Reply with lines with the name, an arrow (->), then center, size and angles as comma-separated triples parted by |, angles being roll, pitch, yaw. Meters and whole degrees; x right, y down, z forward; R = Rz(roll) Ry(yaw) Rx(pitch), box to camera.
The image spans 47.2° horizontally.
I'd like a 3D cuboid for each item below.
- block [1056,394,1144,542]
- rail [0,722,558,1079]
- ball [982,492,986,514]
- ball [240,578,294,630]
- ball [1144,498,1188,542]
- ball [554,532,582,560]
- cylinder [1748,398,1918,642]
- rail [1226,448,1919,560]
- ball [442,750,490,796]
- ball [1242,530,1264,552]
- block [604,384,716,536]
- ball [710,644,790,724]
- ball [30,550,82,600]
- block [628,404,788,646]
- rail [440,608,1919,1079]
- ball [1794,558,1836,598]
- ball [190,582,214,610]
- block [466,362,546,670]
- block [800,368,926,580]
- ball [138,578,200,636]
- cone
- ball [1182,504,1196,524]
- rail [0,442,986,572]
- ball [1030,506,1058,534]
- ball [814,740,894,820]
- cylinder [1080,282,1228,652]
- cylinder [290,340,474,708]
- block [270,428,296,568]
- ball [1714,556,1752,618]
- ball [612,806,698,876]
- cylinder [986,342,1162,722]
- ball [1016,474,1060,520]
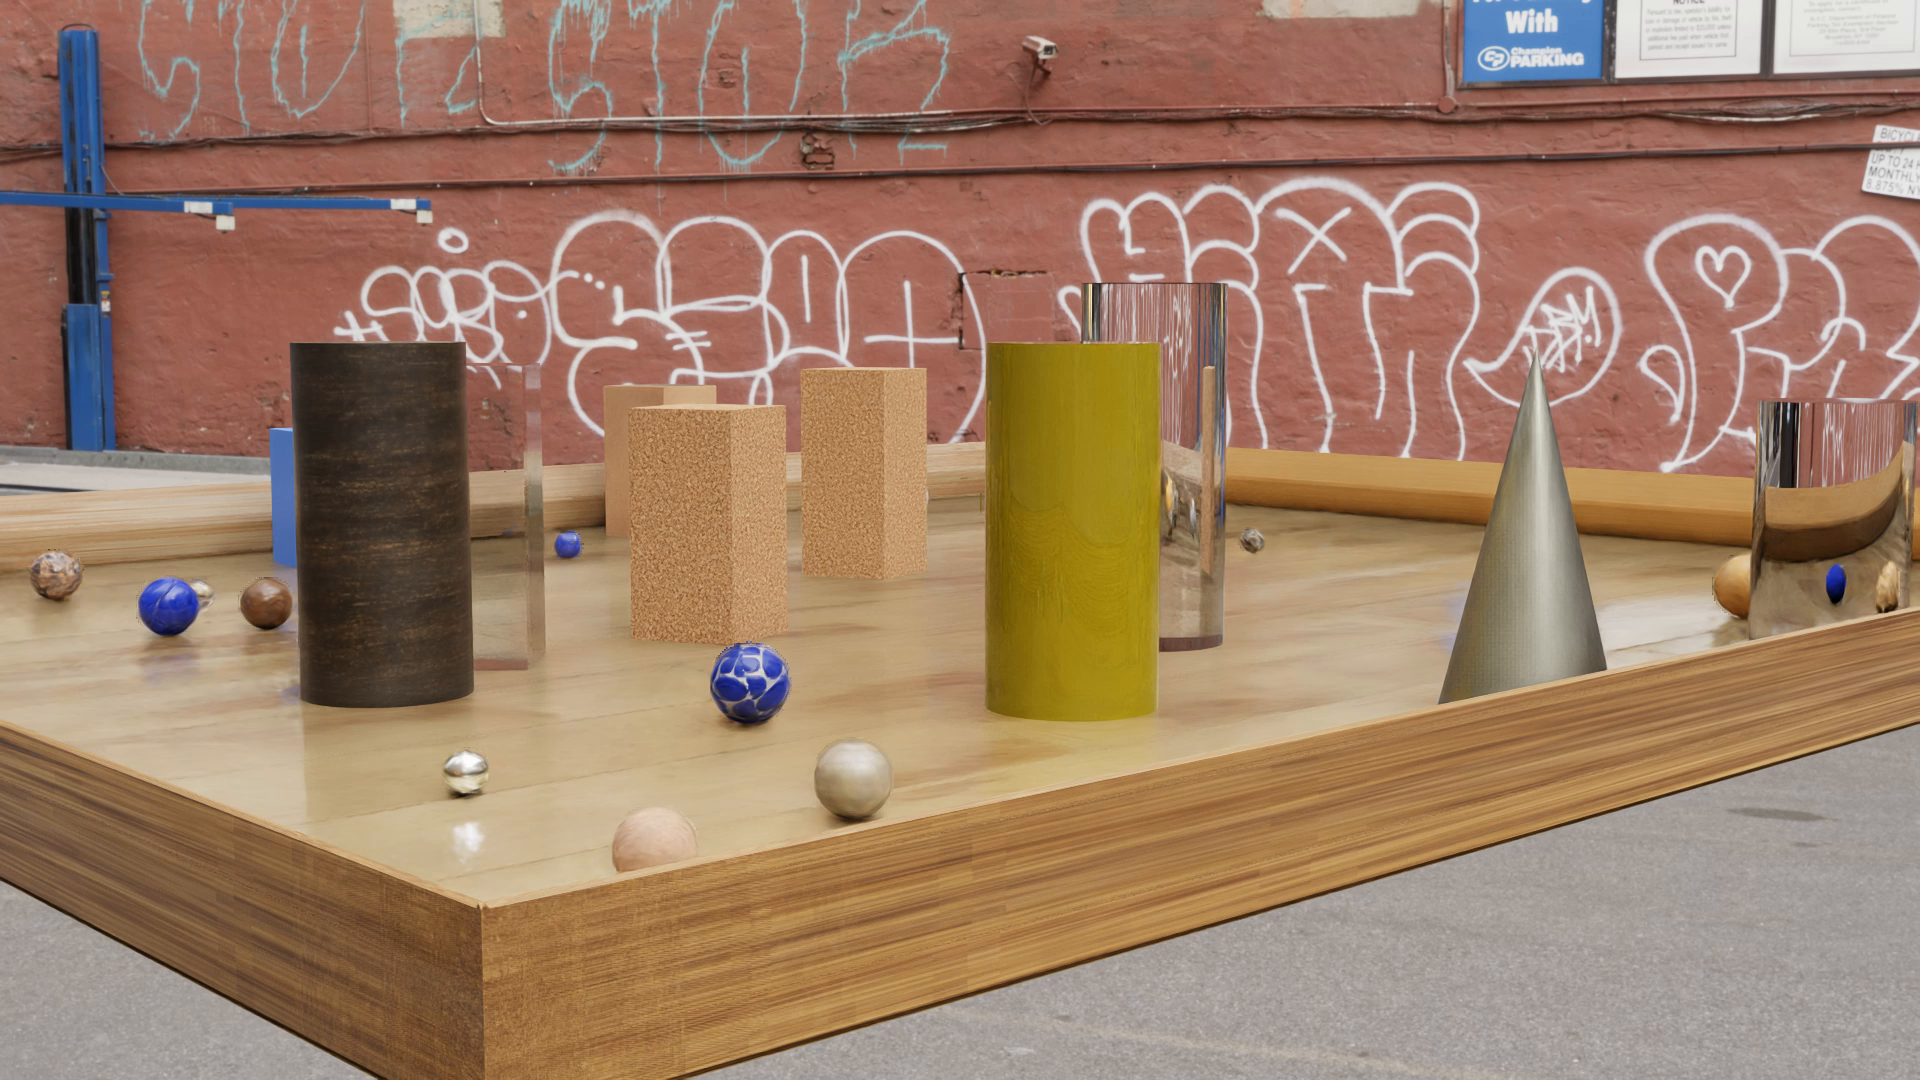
block -> 0.270, -0.141, 4.282 | 0.157, 0.278, 0.157 | 0, 6, -1
rail -> -1.199, 0.148, 2.232 | 0.045, 0.127, 2.833 | -5, 8, -42
ball -> 0.089, -0.076, 4.574 | 0.088, 0.088, 0.088 | 0, 6, 0
ball -> -0.969, 0.089, 3.074 | 0.071, 0.071, 0.071 | 0, 6, 0
ball -> 0.392, -0.037, 4.198 | 0.084, 0.084, 0.084 | 0, 6, 0
ball -> -0.703, 0.010, 3.940 | 0.048, 0.048, 0.048 | 0, 6, 0
cylinder -> 1.140, -0.019, 2.876 | 0.196, 0.327, 0.196 | 0, 6, 0
rail -> 1.199, -0.082, 4.432 | 0.045, 0.127, 2.833 | -5, 8, -42
ball -> -0.454, 0.214, 2.022 | 0.042, 0.042, 0.042 | 0, 6, 0
ball -> 0.539, 0.002, 4.042 | 0.043, 0.043, 0.043 | 0, 6, 0
block -> -0.594, -0.159, 4.370 | 0.157, 0.295, 0.157 | 4, 7, 33
ball -> -0.227, 0.155, 2.370 | 0.086, 0.086, 0.086 | 0, 6, 0
ball -> -1.391, 0.054, 3.383 | 0.076, 0.076, 0.076 | 0, 6, 0
block -> -0.343, -0.025, 3.007 | 0.157, 0.313, 0.157 | 3, 6, 23
rail -> 0.945, 0.140, 2.314 | 3.310, 0.127, 0.045 | -5, 8, -42
ball -> 1.329, 0.058, 3.418 | 0.061, 0.061, 0.061 | 0, 6, 0
ball -> -1.130, 0.083, 3.267 | 0.043, 0.043, 0.043 | 0, 6, 0
block -> -0.617, -0.033, 2.779 | 0.157, 0.376, 0.157 | 0, 6, -3
block -> -0.162, -0.117, 3.724 | 0.157, 0.346, 0.157 | 3, 7, 25
ball -> -1.083, 0.091, 3.011 | 0.080, 0.080, 0.080 | 0, 6, 0
cone -> 0.614, -0.005, 2.363 | 0.196, 0.407, 0.196 | 0, 6, 0
ball -> 0.472, -0.054, 4.579 | 0.042, 0.042, 0.042 | 0, 6, 0
rail -> -0.945, -0.073, 4.350 | 3.310, 0.127, 0.045 | -5, 8, -42
ball -> 0.168, -0.040, 4.386 | 0.055, 0.055, 0.055 | 0, 6, 0
ball -> -0.093, 0.210, 1.927 | 0.070, 0.070, 0.070 | 0, 6, 0
cylinder -> 0.258, -0.102, 2.943 | 0.196, 0.479, 0.196 | 0, 6, 0
cylinder -> -0.667, -0.024, 2.542 | 0.196, 0.408, 0.196 | 0, 6, 0
block -> -1.110, -0.078, 3.875 | 0.157, 0.236, 0.157 | -4, 7, -35
ball -> 1.143, 0.067, 3.193 | 0.090, 0.090, 0.090 | 0, 6, 0
ball -> -0.234, 0.237, 1.685 | 0.066, 0.066, 0.066 | 0, 6, 0
cylinder -> 0.126, -0.016, 2.462 | 0.196, 0.408, 0.196 | 0, 6, 0
ball -> 0.163, -0.090, 4.662 | 0.098, 0.098, 0.098 | 0, 6, 0
